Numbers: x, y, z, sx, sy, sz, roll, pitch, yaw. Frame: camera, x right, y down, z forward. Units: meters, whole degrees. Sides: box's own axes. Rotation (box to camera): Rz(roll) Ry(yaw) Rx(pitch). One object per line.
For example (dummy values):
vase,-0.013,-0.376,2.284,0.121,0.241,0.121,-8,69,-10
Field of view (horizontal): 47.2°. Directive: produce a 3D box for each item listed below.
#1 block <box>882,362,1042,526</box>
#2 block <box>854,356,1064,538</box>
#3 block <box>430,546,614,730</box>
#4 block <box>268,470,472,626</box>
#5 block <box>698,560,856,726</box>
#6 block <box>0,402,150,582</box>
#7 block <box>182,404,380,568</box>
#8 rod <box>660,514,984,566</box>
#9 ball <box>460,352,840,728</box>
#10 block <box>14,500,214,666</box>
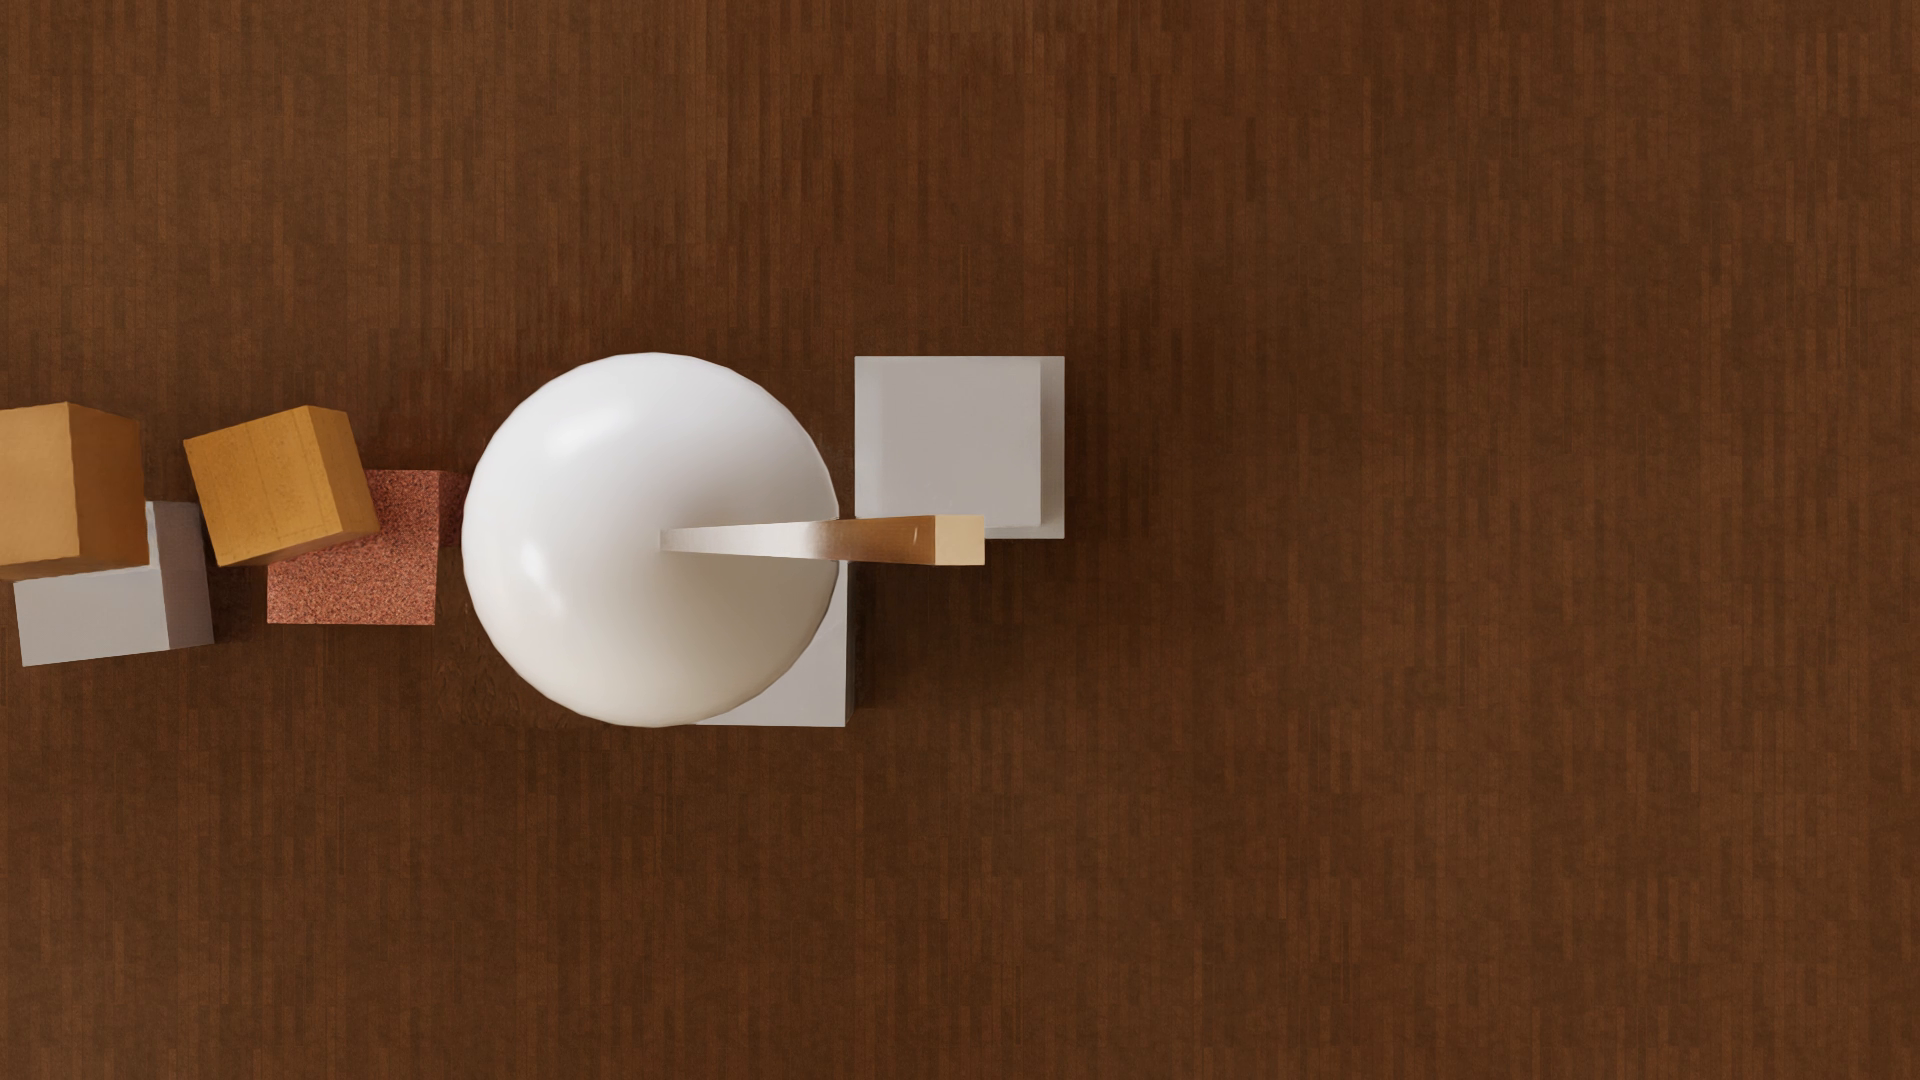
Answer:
block,0.006,-0.491,11.663,0.820,0.711,0.838,0,90,0
block,-0.002,-0.506,12.509,1.145,0.981,0.994,0,90,0
block,-2.398,0.541,12.503,0.950,0.994,0.960,3,90,0
block,-3.345,0.038,12.561,0.939,0.879,0.853,1,90,0
block,-1.119,0.507,12.480,1.002,1.040,1.002,1,90,0
block,-4.805,-0.236,11.484,0.765,0.773,0.784,-7,85,5
block,-3.618,-0.281,11.774,0.676,0.687,0.684,-16,90,1
rod,-0.565,0.000,6.037,0.080,5.200,0.080,0,90,-13
ball,-1.303,0.000,9.356,1.600,1.600,1.600,0,90,0
block,-4.864,0.243,12.631,0.824,0.737,0.838,-7,90,0
